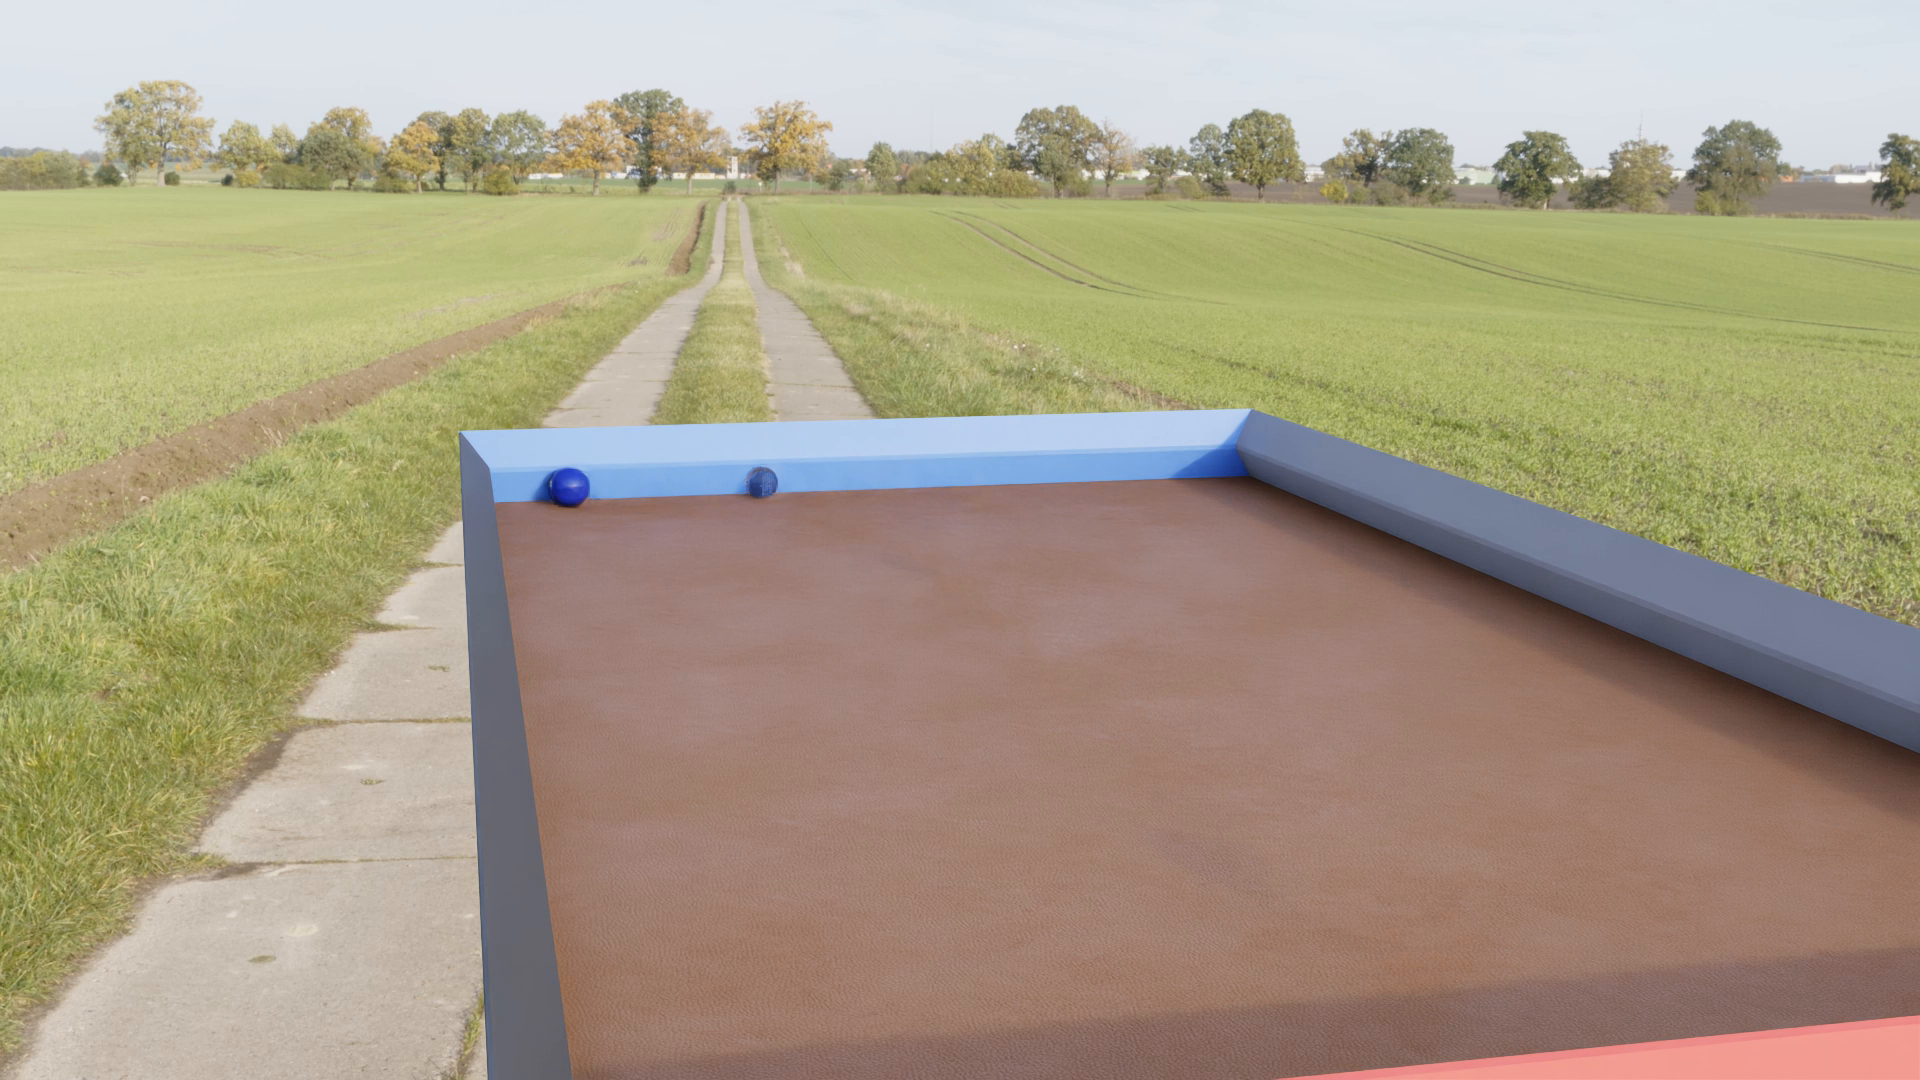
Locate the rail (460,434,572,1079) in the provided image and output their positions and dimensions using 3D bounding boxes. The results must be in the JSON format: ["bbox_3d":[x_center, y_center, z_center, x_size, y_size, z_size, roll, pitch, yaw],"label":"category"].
[{"bbox_3d":[-0.489,0.111,2.295,0.045,0.117,2.655,-2,11,-13],"label":"rail"}]

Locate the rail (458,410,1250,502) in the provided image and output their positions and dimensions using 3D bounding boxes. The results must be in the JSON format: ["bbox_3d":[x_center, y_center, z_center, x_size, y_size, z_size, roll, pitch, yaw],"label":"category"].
[{"bbox_3d":[-0.144,-0.141,3.689,1.356,0.117,0.045,-2,11,-13],"label":"rail"}]

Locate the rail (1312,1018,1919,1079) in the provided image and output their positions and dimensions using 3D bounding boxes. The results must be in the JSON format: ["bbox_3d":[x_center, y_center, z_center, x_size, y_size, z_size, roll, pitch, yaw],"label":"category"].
[{"bbox_3d":[0.441,0.311,1.189,1.356,0.117,0.045,-2,11,-13],"label":"rail"}]

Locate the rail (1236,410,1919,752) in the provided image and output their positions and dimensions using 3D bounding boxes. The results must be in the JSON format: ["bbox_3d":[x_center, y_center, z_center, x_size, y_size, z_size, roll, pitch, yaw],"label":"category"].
[{"bbox_3d":[0.786,0.059,2.584,0.045,0.117,2.655,-2,11,-13],"label":"rail"}]

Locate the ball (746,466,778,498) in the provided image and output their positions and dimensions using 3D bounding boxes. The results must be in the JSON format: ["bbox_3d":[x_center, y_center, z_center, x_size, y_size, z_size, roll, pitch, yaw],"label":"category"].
[{"bbox_3d":[-0.325,-0.094,3.621,0.052,0.052,0.052,0,10,0],"label":"ball"}]

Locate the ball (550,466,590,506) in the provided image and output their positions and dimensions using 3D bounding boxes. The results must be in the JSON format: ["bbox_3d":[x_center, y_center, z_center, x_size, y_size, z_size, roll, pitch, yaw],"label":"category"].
[{"bbox_3d":[-0.627,-0.086,3.539,0.065,0.065,0.065,0,10,0],"label":"ball"}]
